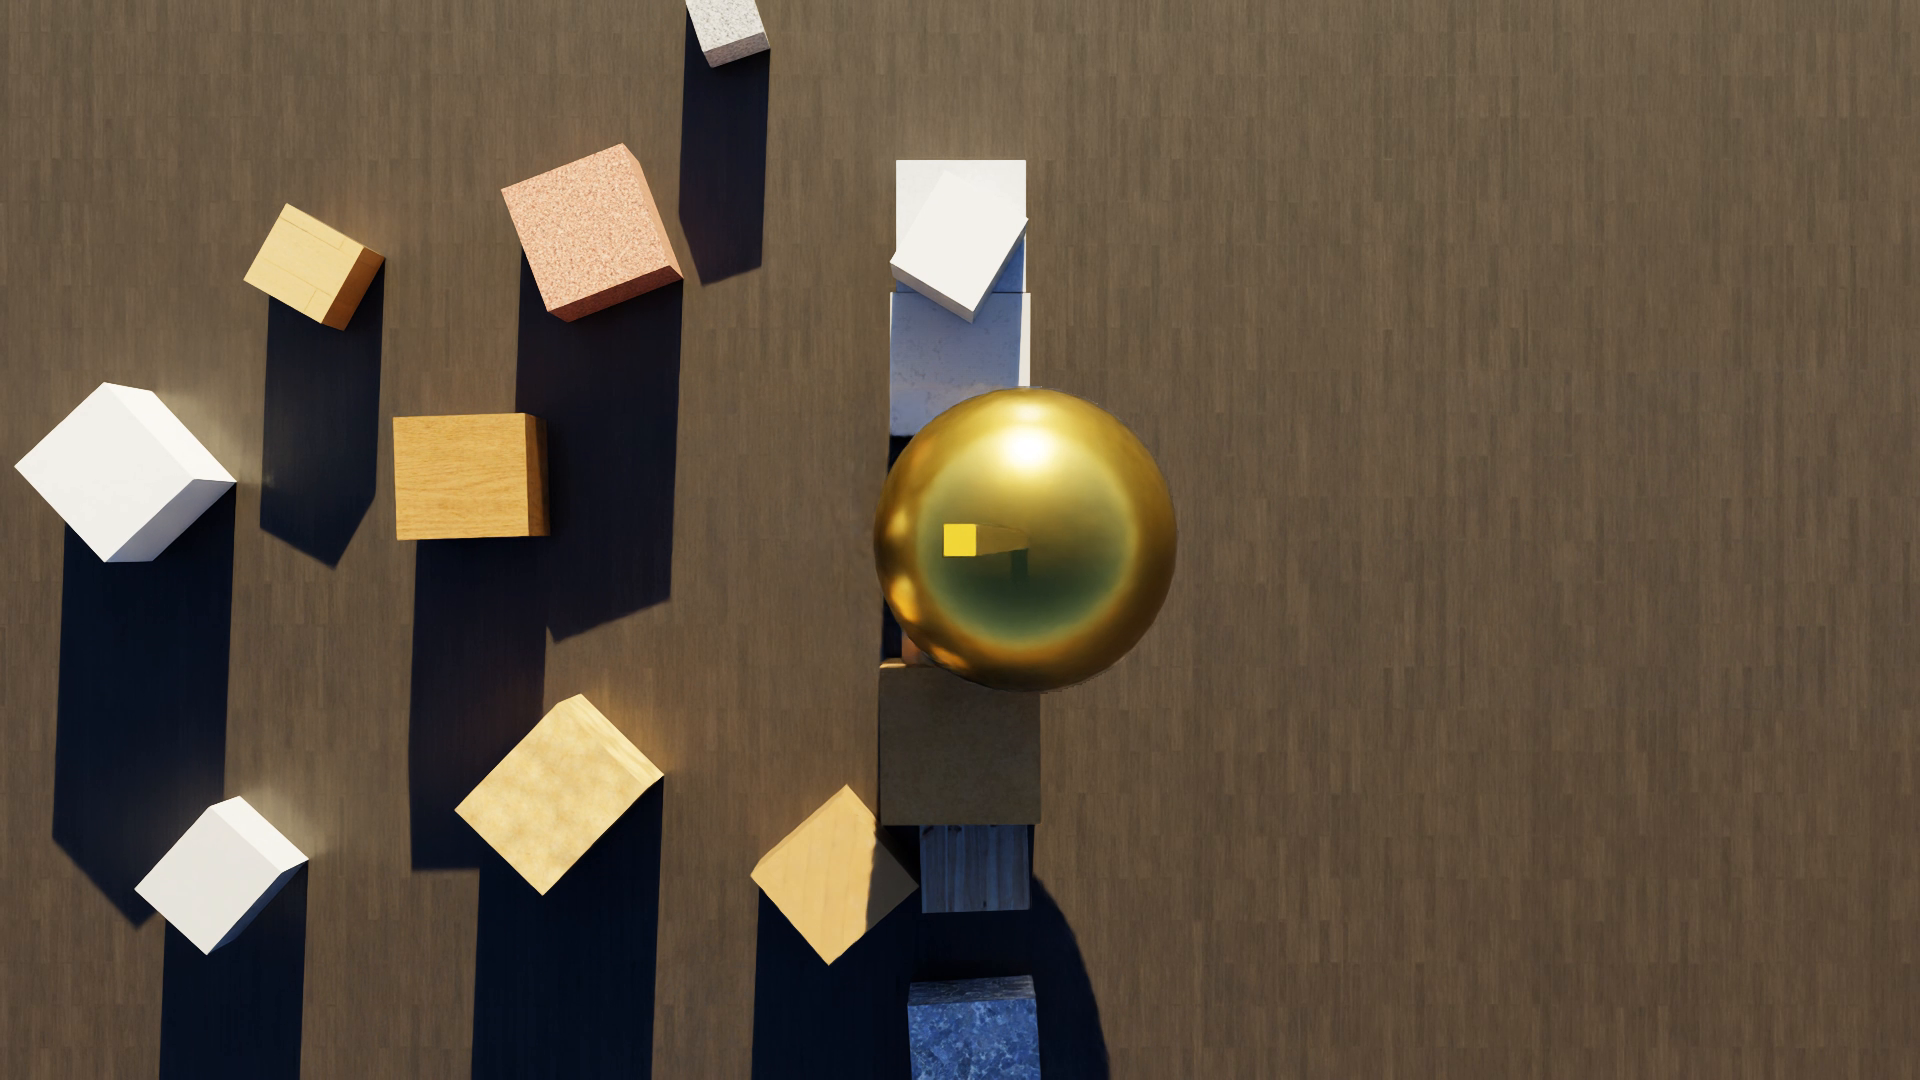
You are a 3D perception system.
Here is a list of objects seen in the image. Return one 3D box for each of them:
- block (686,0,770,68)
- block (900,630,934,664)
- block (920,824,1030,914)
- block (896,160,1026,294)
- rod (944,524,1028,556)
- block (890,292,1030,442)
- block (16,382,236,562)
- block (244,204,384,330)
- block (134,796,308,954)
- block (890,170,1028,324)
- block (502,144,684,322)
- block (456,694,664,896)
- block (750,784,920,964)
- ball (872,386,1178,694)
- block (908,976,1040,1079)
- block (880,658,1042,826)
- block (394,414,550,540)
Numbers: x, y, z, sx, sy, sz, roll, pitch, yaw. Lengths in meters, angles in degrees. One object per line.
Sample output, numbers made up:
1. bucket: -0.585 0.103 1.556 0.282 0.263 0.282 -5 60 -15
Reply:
1. block: -1.367 -3.059 12.784 0.369 0.431 0.446 -19 90 0
2. block: -0.017 0.423 12.691 0.634 0.618 0.543 0 90 0
3. block: 0.082 1.838 12.740 0.612 0.520 0.538 -2 90 0
4. block: 0.006 -1.740 12.597 0.716 0.807 0.729 0 90 0
5. rod: 0.148 0.000 8.127 0.080 5.200 0.080 0 90 3
6. block: -0.001 -0.971 12.589 0.773 0.823 0.794 0 90 0
7. block: -4.777 -0.377 12.637 0.684 0.727 0.735 -43 90 0
8. block: -3.740 -1.577 12.765 0.505 0.471 0.500 29 90 0
9. block: -4.268 1.934 12.741 0.554 0.518 0.634 42 90 0
10. block: -0.005 -1.579 11.915 0.512 0.535 0.572 31 89 1
11. block: -2.108 -1.759 12.684 0.733 0.632 0.734 -21 90 0
12. block: -2.286 1.447 12.635 0.687 0.730 0.831 44 90 0
13. block: -0.705 1.919 12.690 0.677 0.620 0.672 -41 90 0
14. ball: 0.341 0.000 11.521 1.600 1.600 1.600 0 90 0
15. block: 0.086 2.921 12.671 0.721 0.658 0.656 -4 90 0
16. block: 0.003 1.128 12.530 0.881 0.940 0.867 0 90 0
17. block: -2.802 -0.356 12.673 0.739 0.654 0.689 -2 90 0
